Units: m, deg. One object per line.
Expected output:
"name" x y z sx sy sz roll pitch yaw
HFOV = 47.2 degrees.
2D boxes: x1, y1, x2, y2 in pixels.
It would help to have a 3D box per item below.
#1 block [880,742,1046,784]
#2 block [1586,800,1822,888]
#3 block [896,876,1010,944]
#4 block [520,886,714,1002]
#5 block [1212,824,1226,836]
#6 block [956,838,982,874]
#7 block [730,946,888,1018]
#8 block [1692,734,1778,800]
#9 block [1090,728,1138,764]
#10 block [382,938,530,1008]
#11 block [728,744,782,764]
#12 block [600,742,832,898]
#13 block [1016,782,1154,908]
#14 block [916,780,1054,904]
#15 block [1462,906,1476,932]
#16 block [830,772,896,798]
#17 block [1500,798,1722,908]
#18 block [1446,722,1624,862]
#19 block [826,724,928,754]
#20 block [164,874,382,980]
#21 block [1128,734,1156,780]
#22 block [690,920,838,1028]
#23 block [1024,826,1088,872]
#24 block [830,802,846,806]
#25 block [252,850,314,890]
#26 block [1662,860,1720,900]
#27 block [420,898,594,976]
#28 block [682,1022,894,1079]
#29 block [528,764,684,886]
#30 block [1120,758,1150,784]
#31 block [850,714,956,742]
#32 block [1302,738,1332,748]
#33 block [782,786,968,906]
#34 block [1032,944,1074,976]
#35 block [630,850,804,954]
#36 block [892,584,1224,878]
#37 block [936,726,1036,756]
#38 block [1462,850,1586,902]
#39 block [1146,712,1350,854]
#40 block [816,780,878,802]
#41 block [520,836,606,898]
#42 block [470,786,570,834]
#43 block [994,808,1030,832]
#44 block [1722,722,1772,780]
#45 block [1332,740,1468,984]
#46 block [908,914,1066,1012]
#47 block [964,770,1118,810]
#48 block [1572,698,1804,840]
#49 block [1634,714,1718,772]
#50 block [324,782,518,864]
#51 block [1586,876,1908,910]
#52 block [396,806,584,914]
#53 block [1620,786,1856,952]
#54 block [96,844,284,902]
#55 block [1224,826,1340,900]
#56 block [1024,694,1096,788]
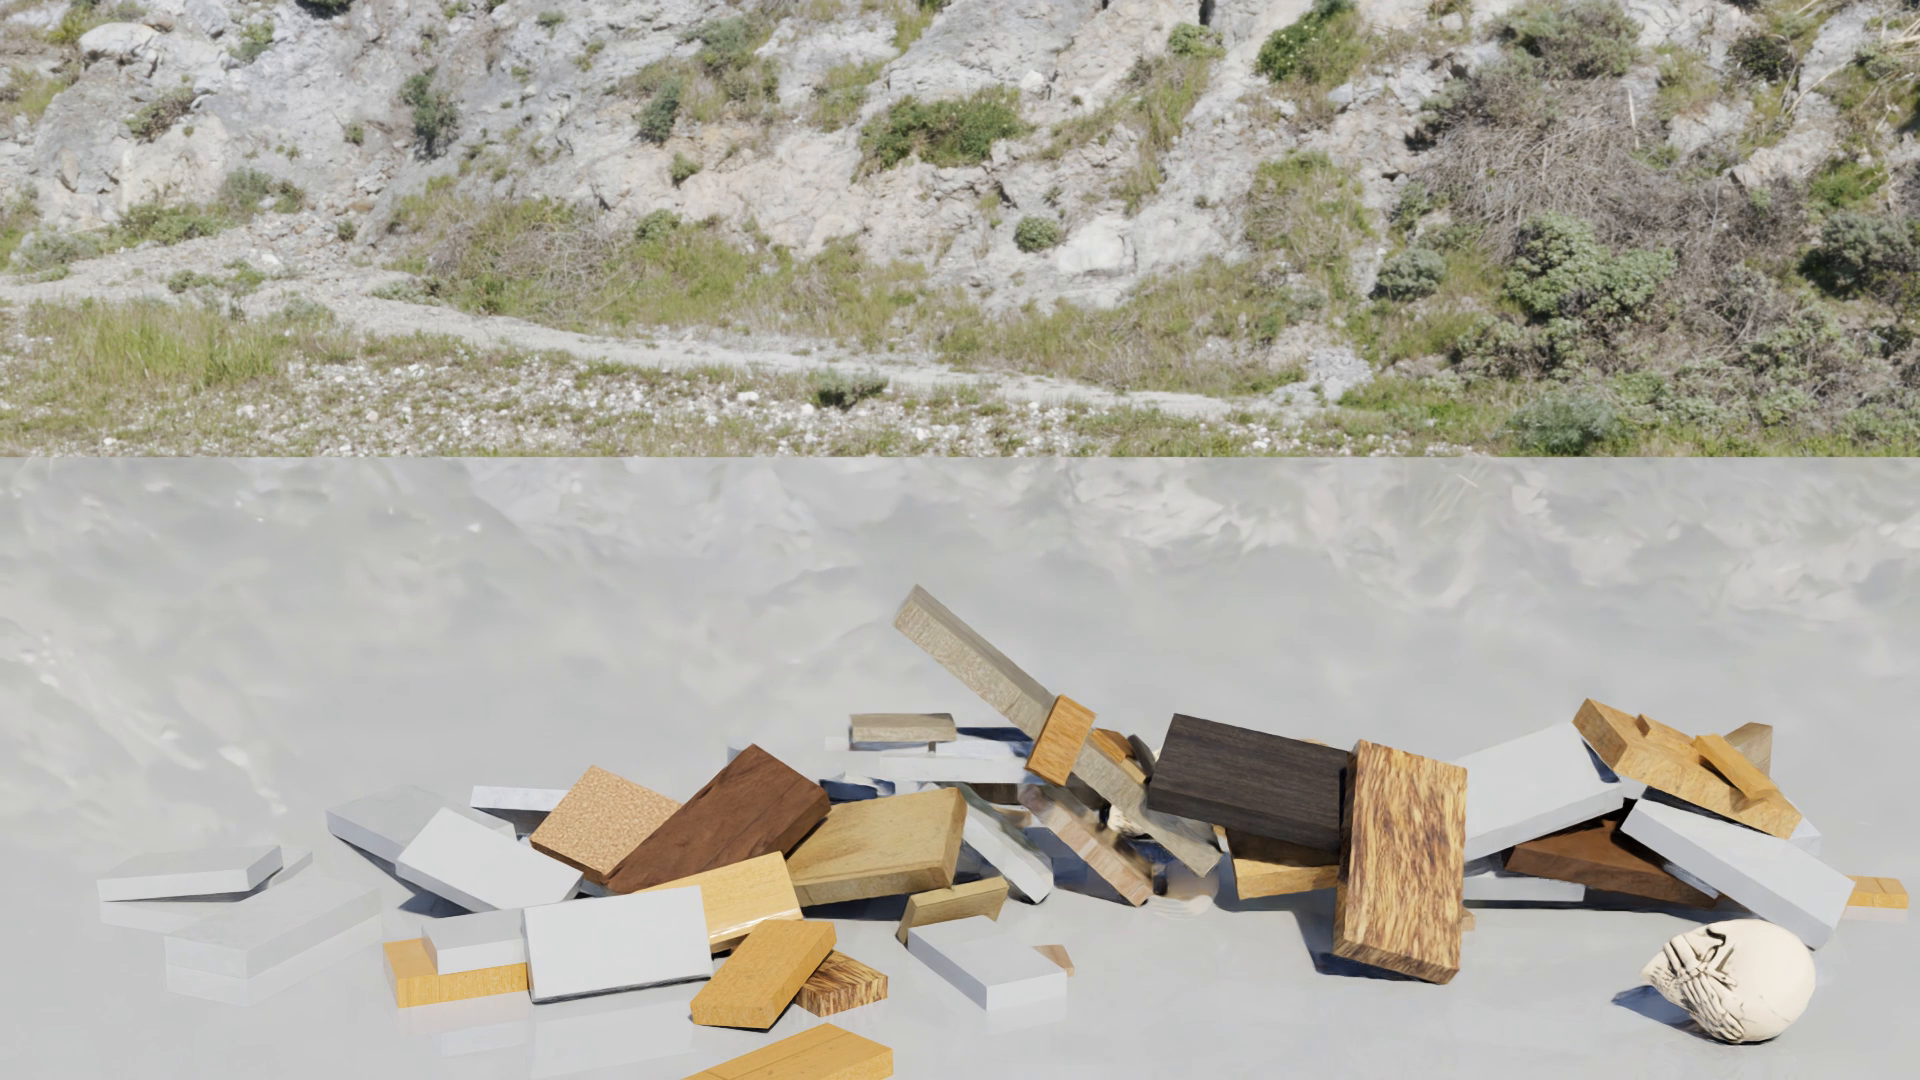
"block" 0.005 0.362 3.629 0.269 0.038 0.135 2 11 1
"block" 1.173 0.511 3.730 0.524 0.044 0.154 -7 26 -7
"block" -0.010 0.583 3.466 0.172 0.086 0.024 -7 41 -32
"block" -0.508 0.598 3.262 0.266 0.133 0.038 -4 -19 -22
"block" 0.483 0.524 3.988 0.093 0.013 0.046 4 11 21
"block" -0.109 0.515 3.751 0.275 0.039 0.137 4 -24 14
"block" -0.227 0.645 3.280 0.120 0.034 0.239 -8 13 -37
"block" 1.245 0.363 3.536 0.066 0.019 0.132 2 36 -42
"block" 0.263 0.345 3.655 0.067 0.019 0.133 42 7 20
"block" -0.698 0.633 3.313 0.315 0.045 0.157 -4 11 -21
"block" -0.351 0.416 3.782 0.029 0.103 0.206 -5 5 -24
"block" -0.387 0.486 3.509 0.171 0.049 0.343 29 56 32
"block" 0.208 0.486 3.653 0.269 0.038 0.135 42 10 -4
"block" 0.043 0.481 3.655 0.269 0.038 0.135 42 9 -5
"block" 0.762 0.596 3.569 0.085 0.024 0.169 -2 11 -10
"block" -0.211 0.462 3.946 0.103 0.029 0.206 16 -26 -27
"block" 1.051 0.490 3.589 0.354 0.050 0.177 11 35 -6
"block" 0.825 0.427 3.538 0.442 0.049 0.173 -17 36 -11
"block" -0.136 0.327 3.629 0.168 0.024 0.084 1 11 0
"block" -1.078 0.605 3.466 0.157 0.045 0.315 5 11 23
"block" 0.311 0.367 3.625 0.049 0.014 0.098 43 14 -41
"block" -0.284 0.630 3.207 0.120 0.034 0.239 -2 20 23
"block" 0.167 0.542 3.863 0.086 0.024 0.172 -1 11 -6
"block" -0.185 0.500 3.851 0.274 0.039 0.137 2 -24 13
"block" -1.174 0.563 3.758 0.074 0.021 0.148 2 11 9
"block" 1.176 0.534 3.519 0.093 0.013 0.046 30 38 20
"block" -0.663 0.593 3.304 0.266 0.038 0.133 -5 11 -23
"block" -0.228 0.712 2.912 0.131 0.037 0.262 10 14 43
"block" -0.514 0.500 3.587 0.343 0.049 0.171 19 52 26
"block" 0.298 0.381 3.624 0.049 0.014 0.098 42 7 19
"block" -0.095 0.307 3.607 0.168 0.024 0.084 0 11 -7
"block" 0.616 0.442 4.361 0.272 0.039 0.136 -4 11 -21
"block" -0.189 0.503 3.549 0.390 0.049 0.171 -11 37 19
"block" 0.141 0.642 3.352 0.049 0.014 0.098 -1 11 -8
"block" -0.373 0.568 3.376 0.239 0.034 0.120 -14 57 -14
"block" 0.159 0.309 3.618 0.651 0.051 0.179 39 7 -4
"block" 0.047 0.332 3.626 0.174 0.024 0.084 1 11 -2
"block" 0.836 0.512 3.630 0.354 0.050 0.177 1 36 1
"block" 0.496 0.392 3.527 0.358 0.051 0.179 12 40 13
"block" -0.220 0.472 3.893 0.103 0.029 0.206 9 -23 -13
"block" -0.654 0.547 3.660 0.184 0.026 0.092 18 10 -1
"block" -0.700 0.476 3.835 0.272 0.039 0.136 2 -26 9
"block" 0.057 0.522 3.970 0.086 0.024 0.172 4 11 22
"block" 1.410 0.443 4.036 0.044 0.154 0.309 9 14 39
"block" 0.675 0.487 3.361 0.179 0.051 0.358 16 52 -3
"block" 0.038 0.636 3.320 0.133 0.038 0.266 -5 12 -26
"block" 0.324 0.471 4.147 0.734 0.039 0.136 1 10 16
"block" 1.187 0.373 3.593 0.346 0.049 0.173 22 18 -15
"block" 1.169 0.329 3.581 0.132 0.019 0.066 25 17 -6
"block" -0.938 0.499 3.802 0.157 0.045 0.529 -17 11 -31
"block" 1.281 0.575 3.686 0.564 0.024 0.085 2 11 11
"block" -0.750 0.532 3.507 0.262 0.037 0.131 23 41 11
"block" 1.246 0.506 3.522 0.346 0.049 0.173 32 31 19
"block" -1.284 0.556 3.673 0.262 0.037 0.131 -5 9 8
"block" 0.618 0.484 3.592 0.354 0.050 0.177 -8 35 3
"block" 0.160 0.320 3.504 0.067 0.133 0.019 30 -22 -9
